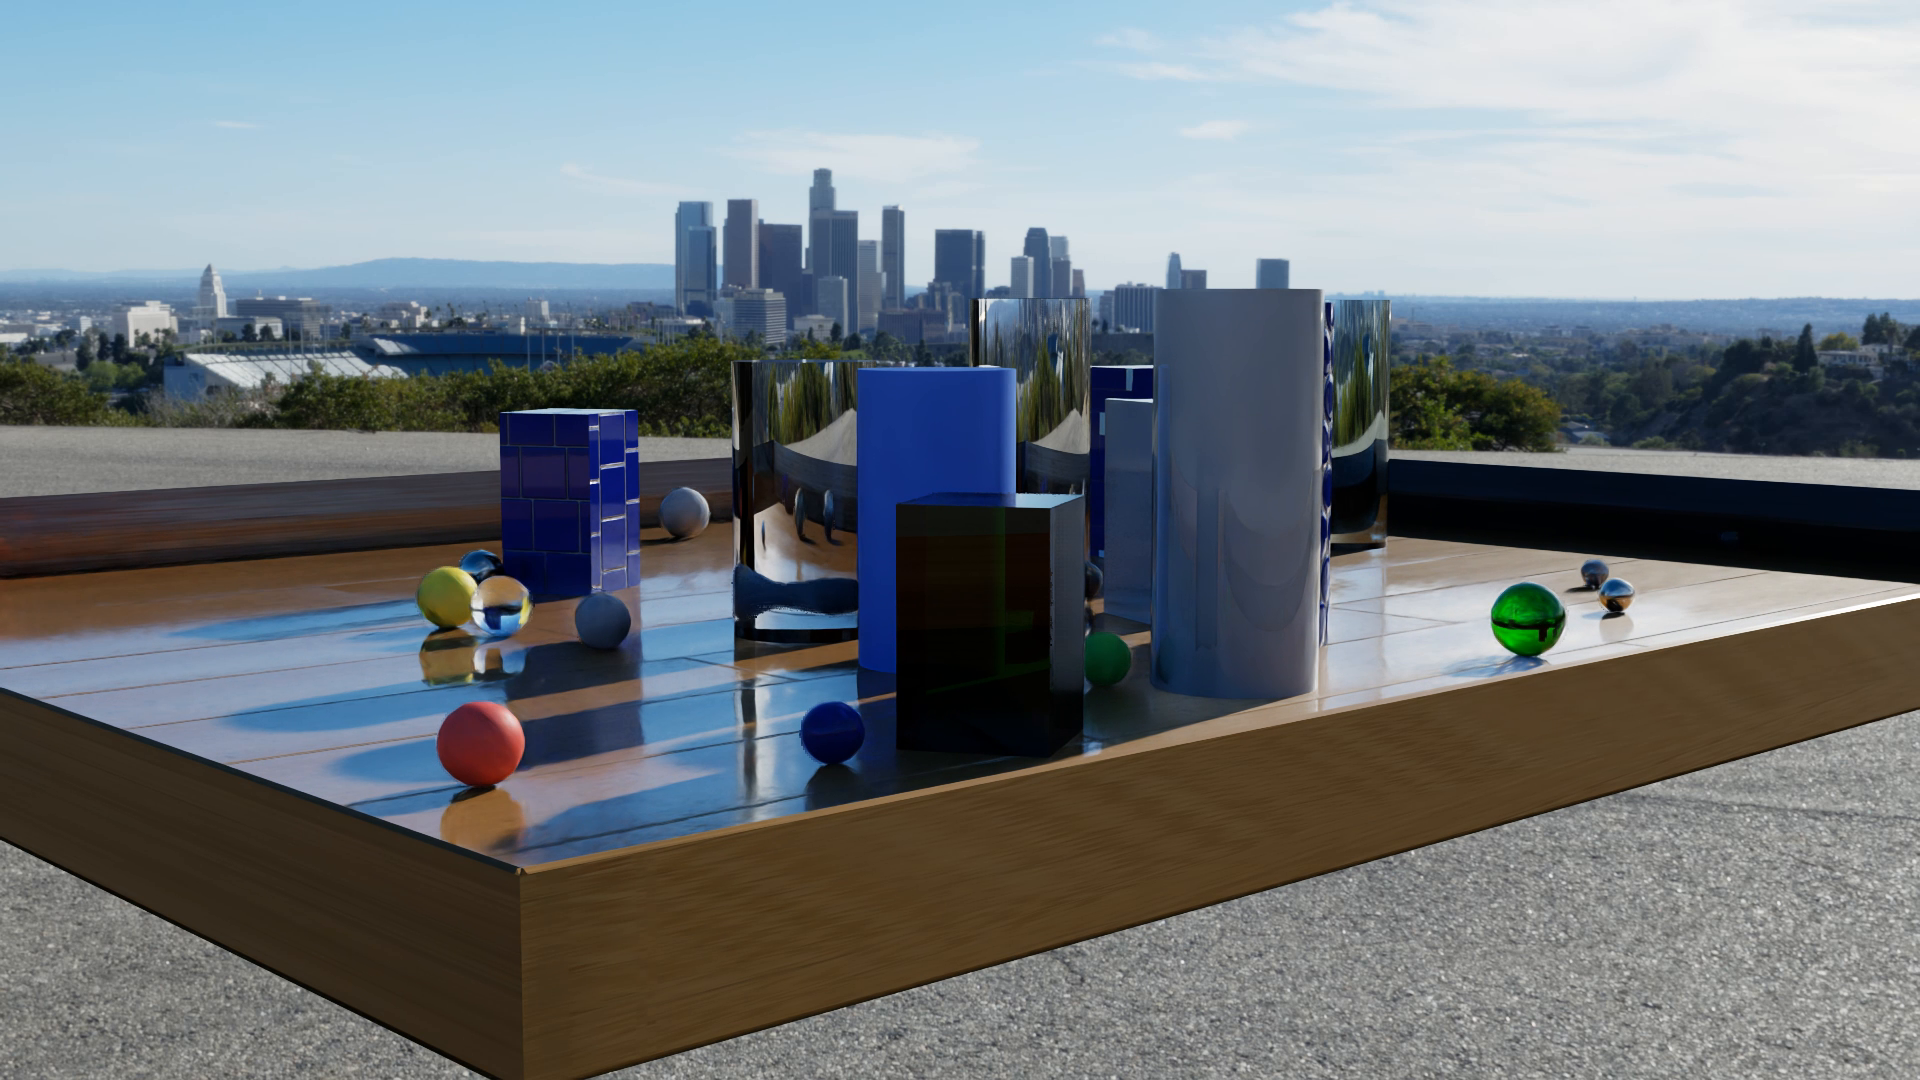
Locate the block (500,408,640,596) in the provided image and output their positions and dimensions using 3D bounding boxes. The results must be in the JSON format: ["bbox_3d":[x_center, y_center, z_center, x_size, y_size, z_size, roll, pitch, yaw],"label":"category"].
[{"bbox_3d":[-0.625,-0.064,3.532,0.160,0.285,0.160,2,6,20],"label":"block"}]

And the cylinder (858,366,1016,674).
[{"bbox_3d":[-0.029,-0.029,2.777,0.200,0.372,0.200,0,6,0],"label":"cylinder"}]

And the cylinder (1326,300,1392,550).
[{"bbox_3d":[0.715,-0.222,4.179,0.200,0.466,0.200,0,6,0],"label":"cylinder"}]

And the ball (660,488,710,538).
[{"bbox_3d":[-0.541,-0.052,4.318,0.099,0.099,0.099,0,6,0],"label":"ball"}]

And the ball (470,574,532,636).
[{"bbox_3d":[-0.630,0.090,3.019,0.084,0.084,0.084,0,6,0],"label":"ball"}]

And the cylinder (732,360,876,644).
[{"bbox_3d":[-0.214,-0.058,3.036,0.200,0.376,0.200,0,6,0],"label":"cylinder"}]

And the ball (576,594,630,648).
[{"bbox_3d":[-0.472,0.108,2.908,0.072,0.072,0.072,0,6,0],"label":"ball"}]

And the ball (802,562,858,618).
[{"bbox_3d":[-0.190,0.073,3.197,0.082,0.082,0.082,0,6,0],"label":"ball"}]

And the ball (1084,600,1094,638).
[{"bbox_3d":[0.144,0.106,2.941,0.070,0.070,0.070,0,6,0],"label":"ball"}]

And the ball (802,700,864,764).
[{"bbox_3d":[-0.125,0.190,2.168,0.062,0.062,0.062,0,6,0],"label":"ball"}]

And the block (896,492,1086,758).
[{"bbox_3d":[0.034,0.083,2.283,0.160,0.251,0.160,2,6,16],"label":"block"}]

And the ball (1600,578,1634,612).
[{"bbox_3d":[0.975,0.082,3.263,0.051,0.051,0.051,0,6,0],"label":"ball"}]

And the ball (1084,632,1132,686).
[{"bbox_3d":[0.172,0.142,2.622,0.063,0.063,0.063,0,6,0],"label":"ball"}]

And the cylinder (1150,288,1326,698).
[{"bbox_3d":[0.328,-0.061,2.608,0.200,0.470,0.200,0,6,0],"label":"cylinder"}]

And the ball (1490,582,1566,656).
[{"bbox_3d":[0.735,0.102,2.843,0.096,0.096,0.096,0,6,0],"label":"ball"}]

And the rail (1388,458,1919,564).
[{"bbox_3d":[1.162,-0.077,4.399,0.045,0.130,2.749,-5,8,-42],"label":"rail"}]

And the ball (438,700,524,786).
[{"bbox_3d":[-0.450,0.191,2.067,0.080,0.080,0.080,0,6,0],"label":"ball"}]

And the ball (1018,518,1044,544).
[{"bbox_3d":[0.135,-0.017,4.218,0.049,0.049,0.049,0,6,0],"label":"ball"}]

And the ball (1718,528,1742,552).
[{"bbox_3d":[1.431,0.000,4.083,0.043,0.043,0.043,0,6,0],"label":"ball"}]

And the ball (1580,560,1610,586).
[{"bbox_3d":[1.030,0.054,3.565,0.044,0.044,0.044,0,6,0],"label":"ball"}]

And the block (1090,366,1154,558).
[{"bbox_3d":[0.332,-0.144,4.011,0.160,0.344,0.160,-3,7,-30],"label":"block"}]

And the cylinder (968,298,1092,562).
[{"bbox_3d":[0.114,-0.160,3.587,0.200,0.465,0.200,0,6,0],"label":"cylinder"}]

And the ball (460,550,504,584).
[{"bbox_3d":[-0.755,0.051,3.468,0.070,0.070,0.070,0,6,0],"label":"ball"}]

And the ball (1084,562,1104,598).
[{"bbox_3d":[0.196,0.062,3.424,0.056,0.056,0.056,0,6,0],"label":"ball"}]

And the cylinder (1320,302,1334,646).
[{"bbox_3d":[0.399,-0.090,2.960,0.200,0.456,0.200,0,6,0],"label":"cylinder"}]

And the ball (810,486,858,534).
[{"bbox_3d":[-0.254,-0.062,4.424,0.096,0.096,0.096,0,6,0],"label":"ball"}]

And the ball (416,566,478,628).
[{"bbox_3d":[-0.722,0.081,3.102,0.086,0.086,0.086,0,6,0],"label":"ball"}]

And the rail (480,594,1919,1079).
[{"bbox_3d":[0.916,0.137,2.344,3.211,0.130,0.045,-5,8,-42],"label":"rail"}]

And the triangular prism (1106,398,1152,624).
[{"bbox_3d":[0.276,-0.046,3.207,0.150,0.316,0.173,4,7,36],"label":"triangular prism"}]

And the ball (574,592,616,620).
[{"bbox_3d":[-0.487,0.103,2.975,0.067,0.067,0.067,0,6,0],"label":"ball"}]

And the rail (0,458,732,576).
[{"bbox_3d":[-0.916,-0.069,4.319,3.211,0.130,0.045,-5,8,-42],"label":"rail"}]

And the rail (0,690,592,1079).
[{"bbox_3d":[-1.162,0.145,2.265,0.045,0.130,2.749,-5,8,-42],"label":"rail"}]
